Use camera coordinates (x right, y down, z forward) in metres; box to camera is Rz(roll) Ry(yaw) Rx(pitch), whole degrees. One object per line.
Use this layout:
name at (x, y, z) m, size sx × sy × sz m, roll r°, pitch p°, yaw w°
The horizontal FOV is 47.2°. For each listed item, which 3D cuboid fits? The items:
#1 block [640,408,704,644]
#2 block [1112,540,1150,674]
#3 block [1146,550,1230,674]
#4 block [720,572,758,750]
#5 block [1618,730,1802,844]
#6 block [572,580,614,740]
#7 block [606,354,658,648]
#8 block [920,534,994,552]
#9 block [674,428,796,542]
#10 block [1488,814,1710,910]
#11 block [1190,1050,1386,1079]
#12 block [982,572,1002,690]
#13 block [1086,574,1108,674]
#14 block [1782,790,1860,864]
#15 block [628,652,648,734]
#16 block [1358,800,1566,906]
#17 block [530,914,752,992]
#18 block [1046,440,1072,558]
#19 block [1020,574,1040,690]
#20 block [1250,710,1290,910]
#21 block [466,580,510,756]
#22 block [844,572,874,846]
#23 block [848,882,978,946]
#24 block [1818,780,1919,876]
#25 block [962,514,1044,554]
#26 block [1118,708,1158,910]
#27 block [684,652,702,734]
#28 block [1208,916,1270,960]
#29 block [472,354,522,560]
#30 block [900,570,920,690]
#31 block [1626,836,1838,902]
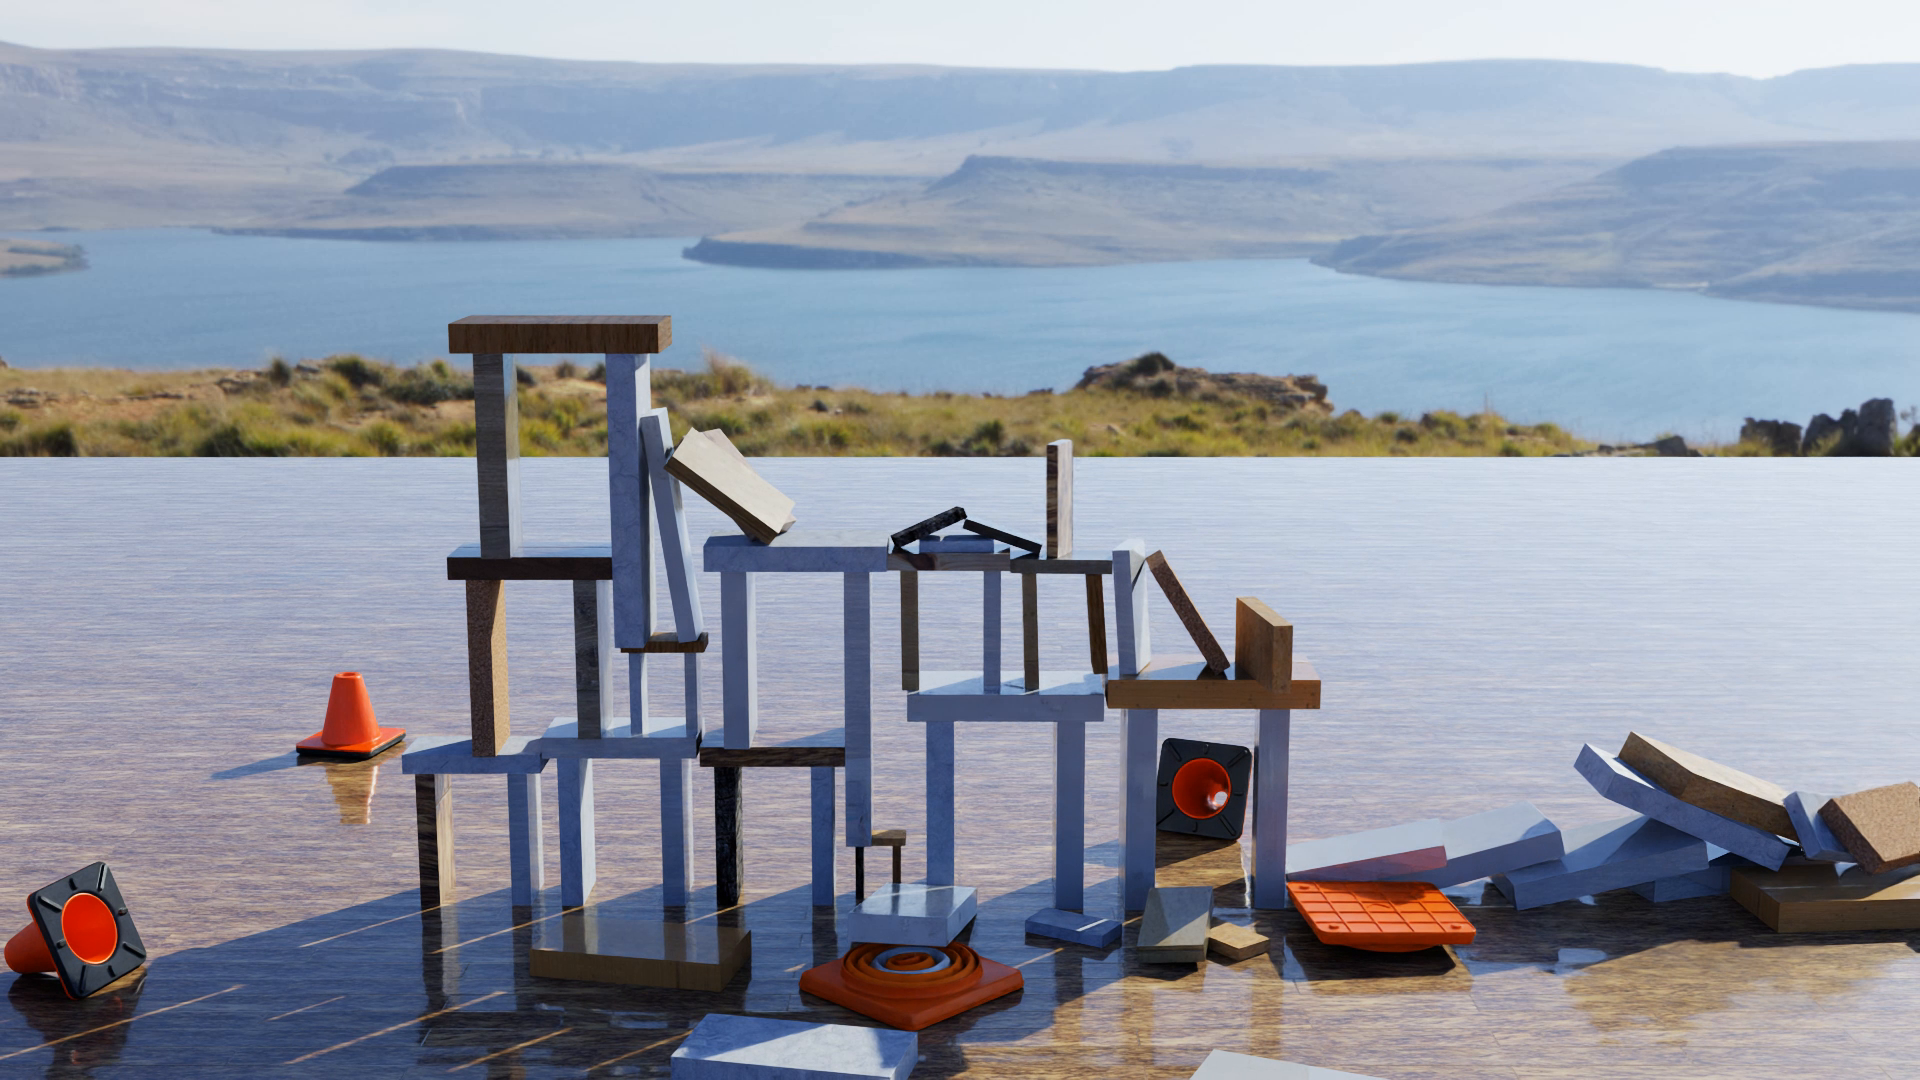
block at (-0.465, -0.025, 3.557) m, size 0.029 × 0.369 × 0.103 m, roll -8°, pitch 10°, yaw 1°
block at (0.280, 0.108, 3.578) m, size 0.029 × 0.203 × 0.102 m, roll -1°, pitch 10°, yaw 18°
block at (0.370, 0.117, 3.576) m, size 0.029 × 0.203 × 0.102 m, roll -32°, pitch 9°, yaw 6°
block at (-0.361, 0.181, 3.597) m, size 0.041 × 0.292 × 0.146 m, roll 0°, pitch 11°, yaw 0°
block at (1.304, 0.427, 3.723) m, size 0.349 × 0.049 × 0.175 m, roll 20°, pitch 11°, yaw -24°
block at (-0.598, 0.181, 3.590) m, size 0.037 × 0.262 × 0.131 m, roll 0°, pitch 11°, yaw 0°
block at (-0.529, -0.074, 3.545) m, size 0.046 × 0.471 × 0.163 m, roll 0°, pitch 11°, yaw 0°
block at (-0.006, 0.005, 3.558) m, size 0.120 × 0.017 × 0.060 m, roll 0°, pitch 11°, yaw -2°
block at (-0.367, -0.091, 3.594) m, size 0.207 × 0.029 × 0.103 m, roll 49°, pitch 28°, yaw 13°
block at (1.056, 0.531, 3.666) m, size 0.325 × 0.046 × 0.162 m, roll -12°, pitch 14°, yaw -2°
block at (0.497, 0.727, 2.849) m, size 0.385 × 0.031 × 0.109 m, roll 5°, pitch 11°, yaw 23°
block at (0.052, 0.137, 3.586) m, size 0.028 × 0.197 × 0.099 m, roll 0°, pitch 11°, yaw 0°
block at (0.222, 0.129, 3.581) m, size 0.023 × 0.164 × 0.082 m, roll -4°, pitch 10°, yaw 1°
block at (1.479, 0.484, 3.680) m, size 0.219 × 0.109 × 0.031 m, roll 9°, pitch -39°, yaw -32°
block at (-0.527, 0.243, 3.604) m, size 0.019 × 0.135 × 0.068 m, roll 0°, pitch 11°, yaw 0°
block at (0.828, 0.524, 3.689) m, size 0.325 × 0.046 × 0.162 m, roll -14°, pitch 11°, yaw -2°
block at (-0.485, 0.628, 3.349) m, size 0.301 × 0.043 × 0.150 m, roll 2°, pitch 11°, yaw 12°
block at (0.161, -0.067, 3.554) m, size 0.020 × 0.183 × 0.069 m, roll 4°, pitch 11°, yaw 23°
block at (0.114, 0.140, 3.586) m, size 0.023 × 0.191 × 0.082 m, roll -2°, pitch 11°, yaw 0°
block at (0.514, 0.421, 3.649) m, size 0.048 × 0.340 × 0.170 m, roll 1°, pitch 11°, yaw 5°
block at (-0.771, 0.195, 3.594) m, size 0.037 × 0.292 × 0.131 m, roll 0°, pitch 11°, yaw -1°
block at (-0.166, 0.262, 3.612) m, size 0.041 × 0.456 × 0.146 m, roll 0°, pitch 11°, yaw -1°
block at (-0.070, 0.582, 3.430) m, size 0.150 × 0.043 × 0.316 m, roll 2°, pitch 0°, yaw 9°
block at (1.557, 0.479, 3.676) m, size 0.262 × 0.037 × 0.131 m, roll -3°, pitch 49°, yaw -39°
block at (0.070, -0.010, 3.574) m, size 0.131 × 0.017 × 0.060 m, roll 19°, pitch 9°, yaw 1°
block at (0.294, 0.422, 3.642) m, size 0.048 × 0.340 × 0.170 m, roll 0°, pitch 11°, yaw 0°
block at (-0.437, 0.243, 3.604) m, size 0.019 × 0.135 × 0.068 m, roll 0°, pitch 11°, yaw 0°
block at (0.412, 0.622, 3.444) m, size 0.069 × 0.020 × 0.138 m, roll -8°, pitch 13°, yaw -38°
block at (-0.741, -0.145, 3.532) m, size 0.046 × 0.326 × 0.163 m, roll -1°, pitch 11°, yaw -4°
block at (-0.081, 0.137, 3.586) m, size 0.028 × 0.197 × 0.099 m, roll -1°, pitch 11°, yaw 0°
block at (1.291, 0.548, 3.761) m, size 0.367 × 0.049 × 0.175 m, roll -3°, pitch 11°, yaw -18°
